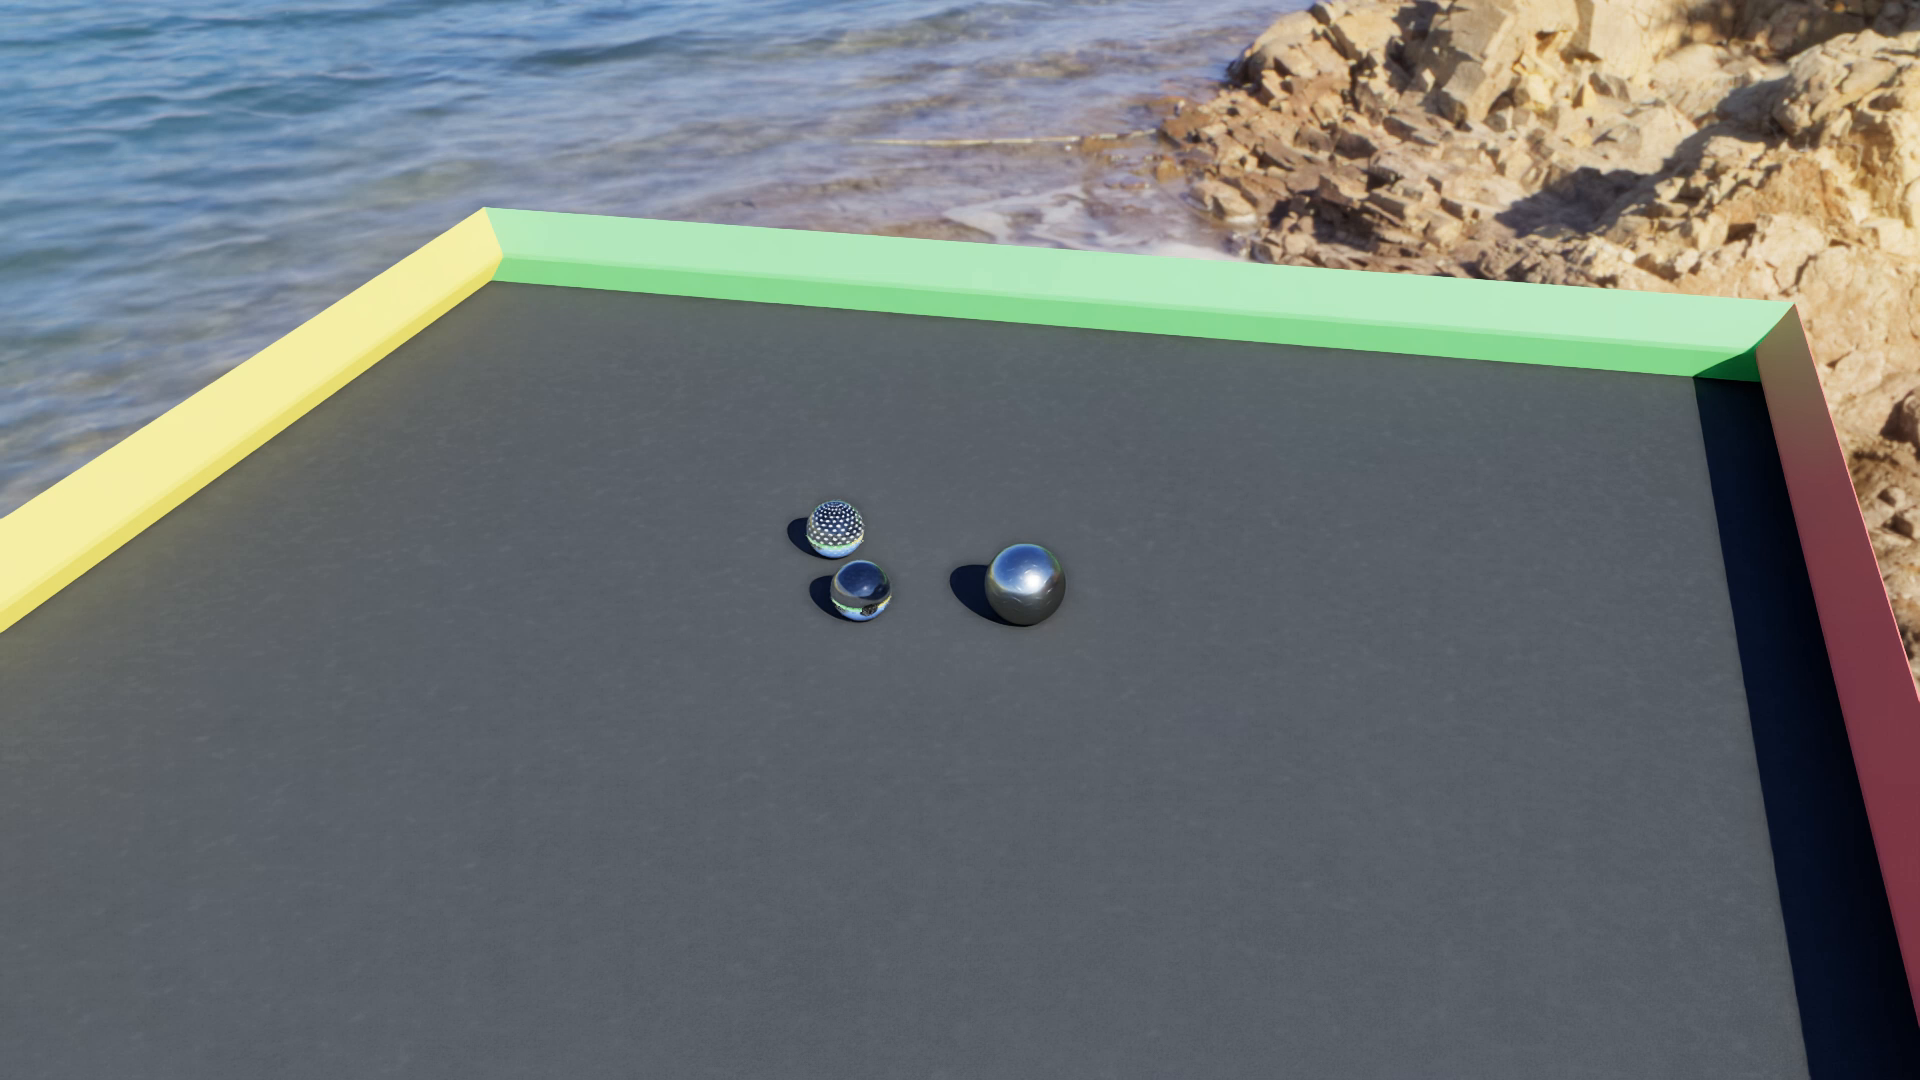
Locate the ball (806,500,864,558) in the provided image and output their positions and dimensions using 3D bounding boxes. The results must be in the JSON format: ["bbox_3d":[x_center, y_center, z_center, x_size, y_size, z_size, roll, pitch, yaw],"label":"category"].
[{"bbox_3d":[-0.133,-0.011,2.343,0.062,0.062,0.062,0,25,0],"label":"ball"}]

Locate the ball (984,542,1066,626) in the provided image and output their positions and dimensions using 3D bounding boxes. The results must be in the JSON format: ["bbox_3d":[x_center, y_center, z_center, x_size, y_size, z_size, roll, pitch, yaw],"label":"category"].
[{"bbox_3d":[0.065,0.044,2.200,0.082,0.082,0.082,0,25,0],"label":"ball"}]

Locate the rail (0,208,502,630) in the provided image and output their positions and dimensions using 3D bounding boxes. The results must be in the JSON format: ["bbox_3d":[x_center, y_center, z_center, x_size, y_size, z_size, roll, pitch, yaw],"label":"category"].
[{"bbox_3d":[-1.034,0.216,1.796,0.045,0.108,3.144,6,26,12],"label":"rail"}]

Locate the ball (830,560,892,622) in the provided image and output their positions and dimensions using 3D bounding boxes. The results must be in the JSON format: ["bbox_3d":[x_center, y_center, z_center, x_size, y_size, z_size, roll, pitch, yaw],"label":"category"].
[{"bbox_3d":[-0.100,0.051,2.210,0.062,0.062,0.062,0,25,0],"label":"ball"}]

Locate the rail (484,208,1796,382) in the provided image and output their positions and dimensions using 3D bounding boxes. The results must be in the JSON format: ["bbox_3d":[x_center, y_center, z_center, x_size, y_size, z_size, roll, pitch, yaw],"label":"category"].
[{"bbox_3d":[0.180,-0.331,2.973,1.794,0.108,0.045,6,26,12],"label":"rail"}]

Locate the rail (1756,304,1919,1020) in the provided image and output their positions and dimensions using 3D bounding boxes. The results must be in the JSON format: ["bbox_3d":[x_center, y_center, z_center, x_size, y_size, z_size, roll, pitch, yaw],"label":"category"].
[{"bbox_3d":[0.663,0.390,1.422,0.045,0.108,3.144,6,26,12],"label":"rail"}]
